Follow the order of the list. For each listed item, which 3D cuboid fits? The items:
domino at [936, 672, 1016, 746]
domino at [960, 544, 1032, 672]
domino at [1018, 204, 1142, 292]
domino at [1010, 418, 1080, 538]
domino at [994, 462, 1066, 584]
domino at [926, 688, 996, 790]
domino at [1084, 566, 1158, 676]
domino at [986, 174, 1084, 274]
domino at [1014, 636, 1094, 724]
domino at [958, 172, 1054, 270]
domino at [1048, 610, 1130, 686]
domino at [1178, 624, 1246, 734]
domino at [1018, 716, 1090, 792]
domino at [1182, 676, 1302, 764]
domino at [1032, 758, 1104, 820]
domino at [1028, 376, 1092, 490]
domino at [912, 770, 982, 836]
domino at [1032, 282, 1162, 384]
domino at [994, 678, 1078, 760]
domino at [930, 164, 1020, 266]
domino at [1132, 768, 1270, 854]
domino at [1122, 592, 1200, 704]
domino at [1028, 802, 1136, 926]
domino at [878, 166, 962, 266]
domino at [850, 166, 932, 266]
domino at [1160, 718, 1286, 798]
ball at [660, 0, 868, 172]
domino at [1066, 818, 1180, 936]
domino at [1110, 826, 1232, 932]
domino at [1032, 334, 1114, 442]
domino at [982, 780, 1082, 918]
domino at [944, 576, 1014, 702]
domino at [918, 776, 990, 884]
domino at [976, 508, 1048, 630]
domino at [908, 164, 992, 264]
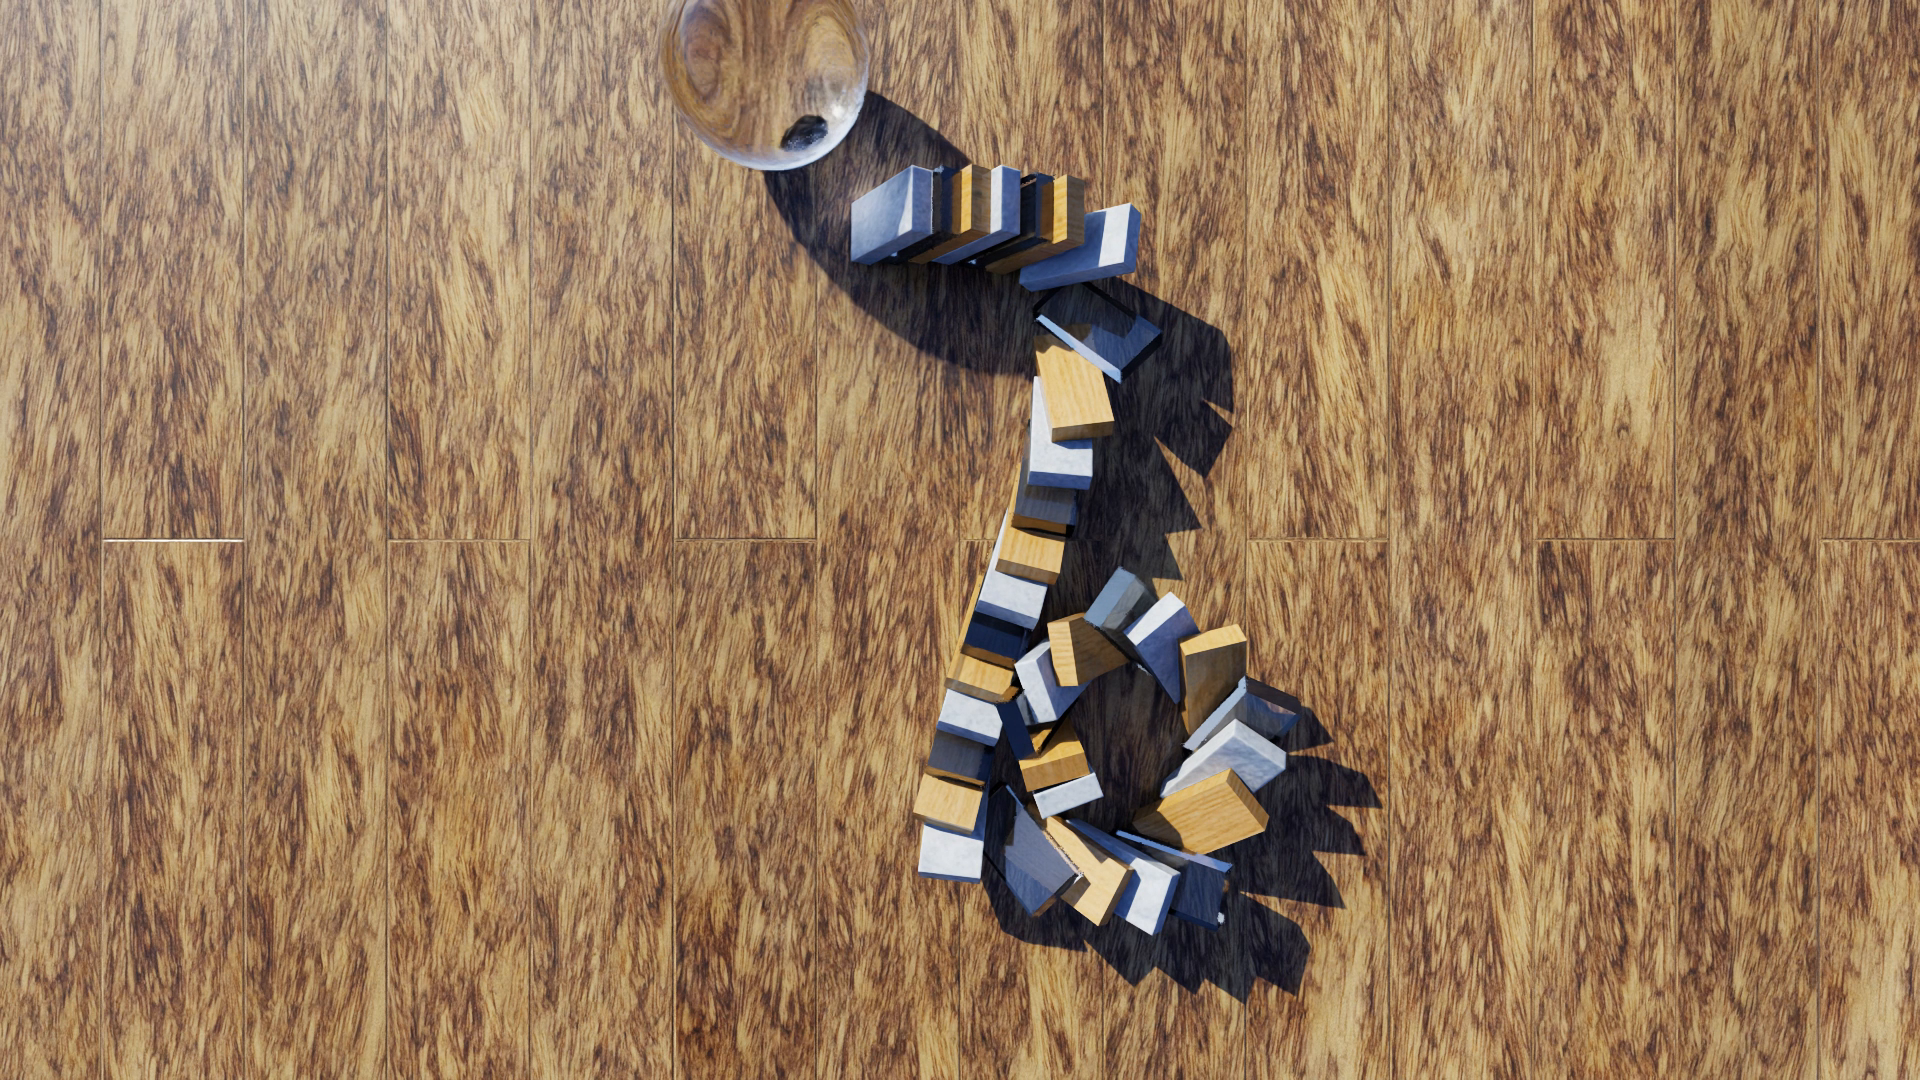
[{"bbox_3d":[0.009,0.058,0.382,0.025,0.009,0.050,17,57,0],"label":"domino"},{"bbox_3d":[0.019,0.027,0.381,0.025,0.009,0.050,18,56,1],"label":"domino"},{"bbox_3d":[0.049,-0.120,0.379,0.050,0.010,0.025,1,79,39],"label":"domino"},{"bbox_3d":[0.037,-0.026,0.383,0.025,0.010,0.050,11,58,0],"label":"domino"},{"bbox_3d":[0.032,-0.007,0.382,0.025,0.010,0.050,14,56,0],"label":"domino"},{"bbox_3d":[0.004,0.075,0.383,0.025,0.009,0.050,16,58,0],"label":"domino"},{"bbox_3d":[0.073,0.034,0.378,0.025,0.010,0.050,-54,133,-6],"label":"domino"},{"bbox_3d":[0.030,-0.129,0.377,0.010,0.050,0.025,1,89,-37],"label":"domino"},{"bbox_3d":[0.040,0.053,0.375,0.009,0.050,0.025,-17,95,30],"label":"domino"},{"bbox_3d":[0.018,-0.130,0.377,0.009,0.050,0.025,1,90,-37],"label":"domino"},{"bbox_3d":[0.054,0.042,0.377,0.010,0.050,0.025,-8,90,35],"label":"domino"},{"bbox_3d":[0.105,0.059,0.381,0.025,0.010,0.050,-14,129,0],"label":"domino"},{"bbox_3d":[0.035,0.084,0.375,0.025,0.050,0.010,-16,101,0],"label":"domino"},{"bbox_3d":[0.116,0.080,0.380,0.025,0.010,0.050,23,128,-4],"label":"domino"},{"bbox_3d":[0.041,0.097,0.375,0.025,0.050,0.010,-21,91,0],"label":"domino"},{"bbox_3d":[0.042,-0.045,0.383,0.025,0.009,0.050,5,58,0],"label":"domino"},{"bbox_3d":[-0.001,0.094,0.382,0.025,0.009,0.050,16,58,2],"label":"domino"},{"bbox_3d":[0.057,-0.090,0.384,0.025,0.009,0.050,-44,66,-10],"label":"domino"},{"bbox_3d":[0.032,0.066,0.374,0.009,0.050,0.025,-16,100,30],"label":"domino"},{"bbox_3d":[0.006,-0.132,0.377,0.010,0.050,0.025,1,90,-34],"label":"domino"},{"bbox_3d":[0.099,0.116,0.382,0.050,0.009,0.025,-38,90,35],"label":"domino"},{"bbox_3d":[0.088,0.046,0.380,0.025,0.009,0.050,-40,132,-1],"label":"domino"},{"bbox_3d":[0.045,0.134,0.382,0.050,0.009,0.025,27,90,35],"label":"domino"},{"bbox_3d":[-0.017,-0.132,0.377,0.009,0.050,0.025,1,90,-34],"label":"domino"},{"bbox_3d":[-0.029,-0.132,0.377,0.010,0.050,0.025,1,90,-34],"label":"domino"},{"bbox_3d":[0.109,0.098,0.381,0.025,0.009,0.050,34,127,-1],"label":"domino"},{"bbox_3d":[-0.076,-0.188,0.360,0.080,0.080,0.080,0,90,0],"label":"ball"},{"bbox_3d":[0.064,0.139,0.381,0.050,0.009,0.025,19,93,36],"label":"domino"},{"bbox_3d":[0.085,0.140,0.382,0.050,0.009,0.025,10,96,32],"label":"domino"},{"bbox_3d":[0.047,-0.065,0.383,0.025,0.009,0.050,-7,59,-1],"label":"domino"},{"bbox_3d":[0.024,0.128,0.382,0.025,0.009,0.050,-44,54,0],"label":"domino"},{"bbox_3d":[0.012,0.041,0.382,0.025,0.010,0.050,18,56,0],"label":"domino"},{"bbox_3d":[-0.002,0.115,0.382,0.025,0.009,0.050,5,57,3],"label":"domino"},{"bbox_3d":[0.025,0.010,0.381,0.025,0.010,0.050,18,56,1],"label":"domino"},{"bbox_3d":[-0.006,-0.133,0.377,0.010,0.050,0.025,1,90,-34],"label":"domino"}]
